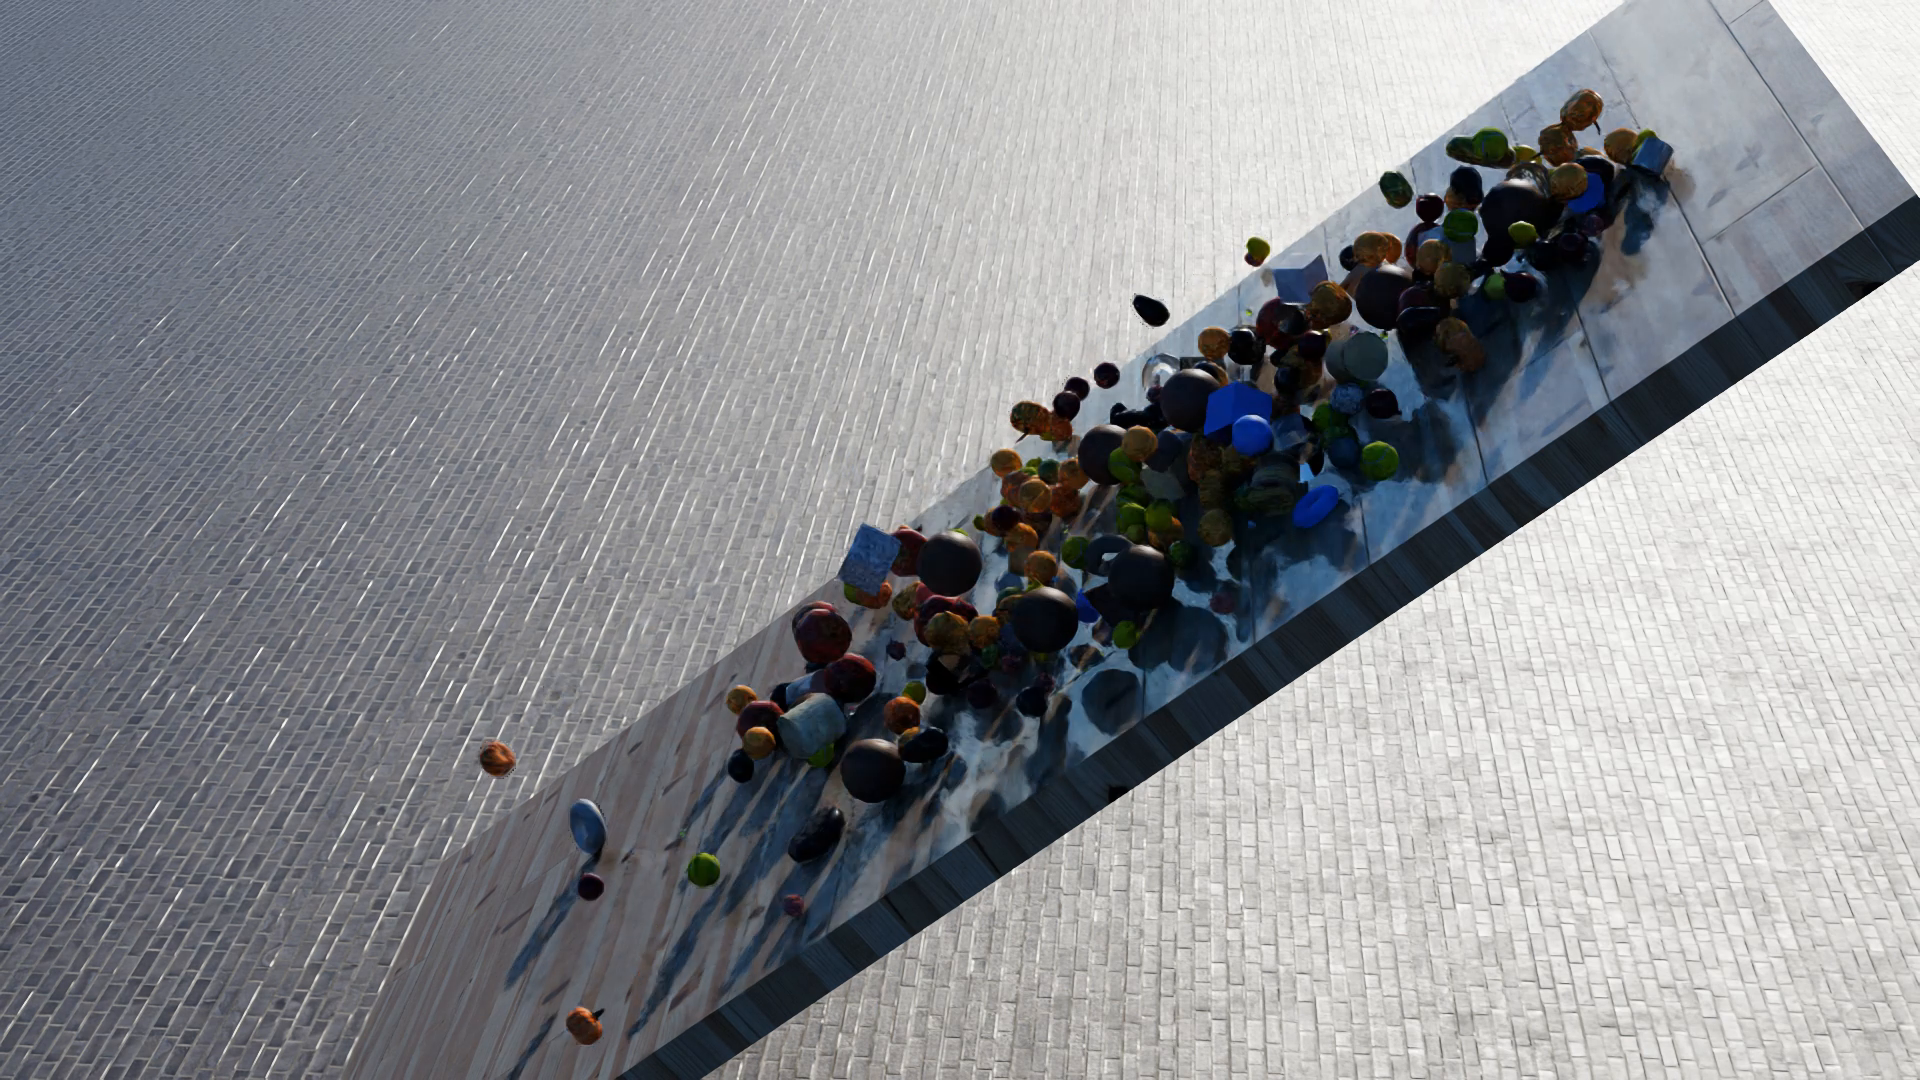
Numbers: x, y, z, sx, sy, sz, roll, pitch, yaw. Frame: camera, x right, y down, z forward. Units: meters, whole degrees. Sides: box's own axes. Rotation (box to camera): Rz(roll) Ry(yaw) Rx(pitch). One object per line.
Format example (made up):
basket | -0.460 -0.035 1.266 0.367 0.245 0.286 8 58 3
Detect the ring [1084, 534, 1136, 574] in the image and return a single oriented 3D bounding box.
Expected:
ring | 0.299 0.035 5.820 0.107 0.107 0.036 1 36 3

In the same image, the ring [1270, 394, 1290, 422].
ring | 0.650 -0.272 6.099 0.079 0.026 0.079 -39 17 14

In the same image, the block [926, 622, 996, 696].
block | 0.002 0.247 6.089 0.093 0.093 0.093 -34 17 28

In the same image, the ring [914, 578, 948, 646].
ring | -0.064 0.158 6.415 0.050 0.150 0.150 1 23 15

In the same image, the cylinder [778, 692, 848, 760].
cylinder | -0.277 0.348 5.504 0.093 0.093 0.093 -32 37 -28

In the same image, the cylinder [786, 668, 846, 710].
cylinder | -0.323 0.345 6.582 0.097 0.097 0.097 -23 0 -42

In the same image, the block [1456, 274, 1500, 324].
block | 1.010 -0.468 5.720 0.057 0.057 0.057 -28 23 43

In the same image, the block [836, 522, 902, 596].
block | -0.188 0.041 6.119 0.093 0.093 0.093 26 57 -1

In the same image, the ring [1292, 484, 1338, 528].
ring | 0.663 -0.063 5.488 0.102 0.034 0.102 -39 16 13

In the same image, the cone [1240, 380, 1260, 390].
cone | 0.608 -0.272 6.066 0.085 0.085 0.085 -13 35 -27

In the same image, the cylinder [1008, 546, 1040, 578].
cylinder | 0.138 0.047 6.340 0.063 0.063 0.063 -4 -7 -8

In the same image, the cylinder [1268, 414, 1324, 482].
cylinder | 0.647 -0.177 5.674 0.096 0.096 0.096 -3 38 -6

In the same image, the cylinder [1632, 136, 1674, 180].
cylinder | 1.333 -0.735 5.658 0.060 0.060 0.060 28 -1 1

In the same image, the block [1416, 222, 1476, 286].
block | 0.977 -0.574 5.912 0.083 0.083 0.083 25 -29 -39

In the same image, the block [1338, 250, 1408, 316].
block | 0.848 -0.527 6.031 0.090 0.090 0.090 45 18 8

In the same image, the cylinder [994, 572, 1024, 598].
cylinder | 0.105 0.097 6.312 0.055 0.055 0.055 -3 4 -7

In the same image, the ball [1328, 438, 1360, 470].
ball | 0.727 -0.164 5.564 0.061 0.061 0.061 0 24 0

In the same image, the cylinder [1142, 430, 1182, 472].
cylinder | 0.403 -0.176 5.845 0.059 0.059 0.059 14 45 29

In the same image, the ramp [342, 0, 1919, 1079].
ramp | 0.121 0.185 6.339 4.000 0.100 2.000 -36 16 18

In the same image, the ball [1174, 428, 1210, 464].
ball | 0.478 -0.189 6.160 0.090 0.090 0.090 0 24 0

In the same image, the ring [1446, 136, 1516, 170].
ring | 1.071 -0.798 6.050 0.148 0.049 0.148 12 6 -1

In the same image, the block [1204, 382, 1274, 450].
block | 0.552 -0.245 5.830 0.092 0.092 0.092 20 -24 -26

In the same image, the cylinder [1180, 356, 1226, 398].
cylinder | 0.530 -0.356 6.420 0.092 0.092 0.092 -1 23 10

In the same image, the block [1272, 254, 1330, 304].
block | 0.689 -0.528 5.936 0.075 0.075 0.075 4 32 42

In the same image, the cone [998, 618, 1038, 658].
cone | 0.135 0.208 5.953 0.083 0.083 0.083 -18 20 -34

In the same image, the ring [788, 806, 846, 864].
ring | -0.289 0.594 5.923 0.139 0.046 0.139 -37 17 14

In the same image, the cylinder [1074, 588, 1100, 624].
cylinder | 0.256 0.130 5.861 0.051 0.051 0.051 5 49 11

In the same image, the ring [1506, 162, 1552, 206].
ring | 1.122 -0.701 5.798 0.098 0.098 0.033 17 52 33

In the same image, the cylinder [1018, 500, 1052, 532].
cylinder | 0.167 -0.055 6.575 0.063 0.063 0.063 -5 10 -12

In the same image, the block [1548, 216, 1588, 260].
block | 1.169 -0.579 5.650 0.053 0.053 0.053 -32 16 24

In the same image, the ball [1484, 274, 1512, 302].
ball | 1.039 -0.487 5.675 0.055 0.055 0.055 0 24 0

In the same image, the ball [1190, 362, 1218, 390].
ball | 0.500 -0.337 6.016 0.056 0.056 0.056 0 24 0

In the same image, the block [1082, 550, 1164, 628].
block | 0.319 0.095 5.755 0.094 0.094 0.094 -24 23 46

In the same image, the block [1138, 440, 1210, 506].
block | 0.441 -0.138 6.087 0.088 0.088 0.088 -23 14 49

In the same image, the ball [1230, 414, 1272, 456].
ball | 0.556 -0.200 5.611 0.079 0.079 0.079 0 24 0

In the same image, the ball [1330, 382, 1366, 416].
ball | 0.740 -0.269 5.615 0.066 0.066 0.066 0 24 0

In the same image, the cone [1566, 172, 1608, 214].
cone | 1.233 -0.659 5.699 0.083 0.083 0.083 20 6 -43

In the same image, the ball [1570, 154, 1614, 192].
ball | 1.245 -0.717 5.795 0.087 0.087 0.087 0 24 0

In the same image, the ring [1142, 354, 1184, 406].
ring | 0.462 -0.358 6.594 0.123 0.123 0.041 17 25 34

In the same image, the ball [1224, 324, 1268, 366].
ball | 0.628 -0.430 6.456 0.093 0.093 0.093 0 24 0

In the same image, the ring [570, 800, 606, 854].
ring | -0.879 0.676 6.940 0.044 0.132 0.132 -15 28 -32

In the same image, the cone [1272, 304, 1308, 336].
cone | 0.688 -0.468 5.981 0.076 0.076 0.076 19 54 37
